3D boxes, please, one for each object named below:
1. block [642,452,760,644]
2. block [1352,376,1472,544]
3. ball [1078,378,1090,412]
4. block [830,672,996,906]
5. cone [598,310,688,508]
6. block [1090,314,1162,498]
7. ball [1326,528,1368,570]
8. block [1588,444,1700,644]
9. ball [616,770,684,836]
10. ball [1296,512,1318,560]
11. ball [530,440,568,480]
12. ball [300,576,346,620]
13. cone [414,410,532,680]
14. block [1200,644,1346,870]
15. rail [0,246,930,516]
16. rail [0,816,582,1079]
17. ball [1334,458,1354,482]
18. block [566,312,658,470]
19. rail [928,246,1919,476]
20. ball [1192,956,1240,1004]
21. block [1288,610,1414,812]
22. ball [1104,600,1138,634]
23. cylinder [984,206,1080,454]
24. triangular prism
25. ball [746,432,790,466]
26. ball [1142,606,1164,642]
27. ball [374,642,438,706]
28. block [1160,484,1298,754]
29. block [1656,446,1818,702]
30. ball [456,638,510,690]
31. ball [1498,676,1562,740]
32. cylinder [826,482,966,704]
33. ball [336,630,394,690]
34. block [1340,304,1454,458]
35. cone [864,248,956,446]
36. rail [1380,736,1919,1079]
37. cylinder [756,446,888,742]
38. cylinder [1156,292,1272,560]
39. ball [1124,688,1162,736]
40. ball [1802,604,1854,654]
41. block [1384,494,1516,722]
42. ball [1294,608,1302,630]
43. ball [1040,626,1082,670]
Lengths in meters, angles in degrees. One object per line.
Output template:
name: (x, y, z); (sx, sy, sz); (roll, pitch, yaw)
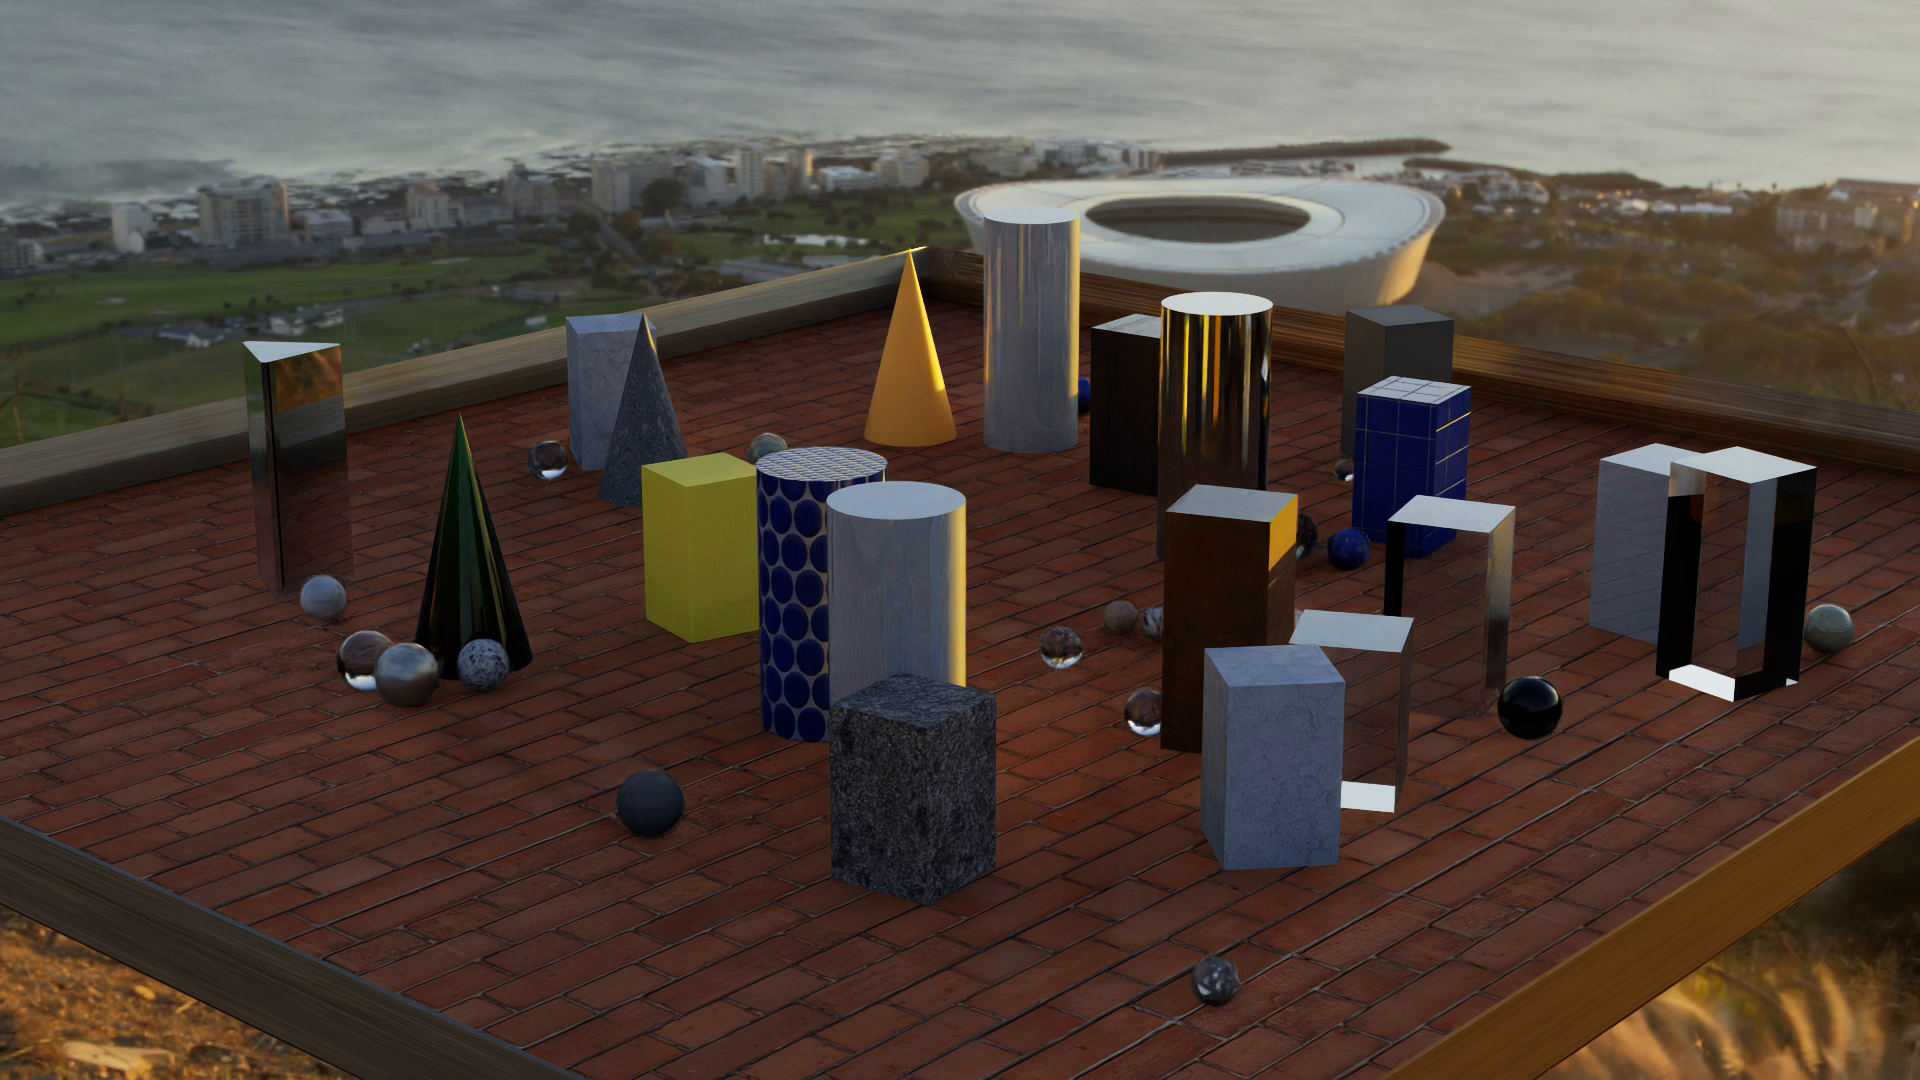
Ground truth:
block: (-0.426, 0.011, 4.949); (0.159, 0.271, 0.159); (-11, 20, -32)
block: (0.839, -0.144, 5.451); (0.159, 0.278, 0.159); (10, 19, 30)
ball: (0.267, -0.315, 6.369); (0.075, 0.075, 0.075); (0, 17, 0)
block: (-0.062, 0.330, 3.926); (0.159, 0.249, 0.159); (11, 20, 33)
cone: (-0.611, -0.267, 5.704); (0.199, 0.366, 0.199); (0, 17, 0)
block: (0.368, -0.268, 5.792); (0.159, 0.318, 0.159); (12, 20, 34)
ball: (0.697, 0.017, 5.267); (0.075, 0.075, 0.075); (0, 17, 0)
block: (1.179, 0.007, 4.926); (0.159, 0.291, 0.159); (-14, 22, -40)
ball: (-0.431, 0.365, 4.079); (0.093, 0.093, 0.093); (0, 17, 0)
ball: (0.602, -0.008, 5.319); (0.092, 0.092, 0.092); (0, 17, 0)
ball: (-0.821, -0.160, 5.853); (0.076, 0.076, 0.076); (0, 17, 0)
ball: (-1.084, 0.099, 4.992); (0.077, 0.077, 0.077); (0, 17, 0)
cone: (-0.800, -0.006, 4.743); (0.199, 0.421, 0.199); (0, 17, 0)
block: (0.426, 0.295, 4.017); (0.159, 0.263, 0.159); (-2, 17, -7)
rail: (-1.268, -0.285, 6.174); (0.045, 0.129, 3.673); (14, 22, 39)
rail: (-1.189, 0.427, 3.809); (3.406, 0.129, 0.045); (14, 22, 39)
ball: (0.768, -0.140, 5.838); (0.047, 0.047, 0.047); (0, 17, 0)
block: (-0.707, -0.304, 5.971); (0.159, 0.283, 0.159); (-5, 17, -15)
rail: (1.189, -0.363, 6.430); (3.406, 0.129, 0.045); (14, 22, 39)
ball: (0.312, 0.536, 3.573); (0.058, 0.058, 0.058); (0, 17, 0)
block: (0.560, 0.244, 4.226); (0.159, 0.240, 0.159); (4, 17, 14)
ball: (0.270, 0.129, 4.929); (0.057, 0.057, 0.057); (0, 17, 0)
cylinder: (0.147, -0.436, 6.074); (0.199, 0.478, 0.199); (0, 17, 0)
triangular prism: (-1.189, -0.128, 5.138); (0.149, 0.428, 0.172); (12, 21, 35)
ball: (-0.384, -0.170, 5.868); (0.088, 0.088, 0.088); (0, 17, 0)
ball: (0.333, 0.140, 4.885); (0.061, 0.061, 0.061); (0, 17, 0)
ball: (-0.866, 0.209, 4.587); (0.099, 0.099, 0.099); (0, 17, 0)
block: (0.404, 0.123, 4.402); (0.159, 0.372, 0.159); (6, 18, 20)
block: (1.233, 0.052, 4.663); (0.159, 0.357, 0.159); (-12, 20, -34)
ball: (-0.757, 0.197, 4.655); (0.083, 0.083, 0.083); (0, 17, 0)
ball: (0.863, 0.254, 4.444); (0.097, 0.097, 0.097); (0, 17, 0)
cylinder: (-0.091, 0.147, 4.227); (0.199, 0.426, 0.199); (0, 17, 0)
ball: (-0.940, 0.191, 4.653); (0.096, 0.096, 0.096); (0, 17, 0)
block: (0.890, -0.313, 5.976); (0.159, 0.298, 0.159); (-7, 18, -21)
cone: (-0.106, -0.415, 6.135); (0.199, 0.402, 0.199); (0, 17, 0)
rail: (1.268, 0.350, 4.066); (0.045, 0.129, 3.673); (14, 22, 39)
cylinder: (-0.208, 0.082, 4.472); (0.199, 0.411, 0.199); (0, 17, 0)
cylinder: (0.459, -0.198, 5.299); (0.199, 0.468, 0.199); (0, 17, 0)
ball: (0.285, 0.263, 4.457); (0.073, 0.073, 0.073); (0, 17, 0)
ball: (1.428, 0.147, 4.825); (0.082, 0.082, 0.082); (0, 17, 0)
block: (0.761, 0.105, 4.578); (0.159, 0.305, 0.159); (8, 18, 24)
ball: (0.537, 0.155, 4.786); (0.088, 0.088, 0.088); (0, 17, 0)
ball: (0.165, 0.174, 4.755); (0.070, 0.070, 0.070); (0, 17, 0)
